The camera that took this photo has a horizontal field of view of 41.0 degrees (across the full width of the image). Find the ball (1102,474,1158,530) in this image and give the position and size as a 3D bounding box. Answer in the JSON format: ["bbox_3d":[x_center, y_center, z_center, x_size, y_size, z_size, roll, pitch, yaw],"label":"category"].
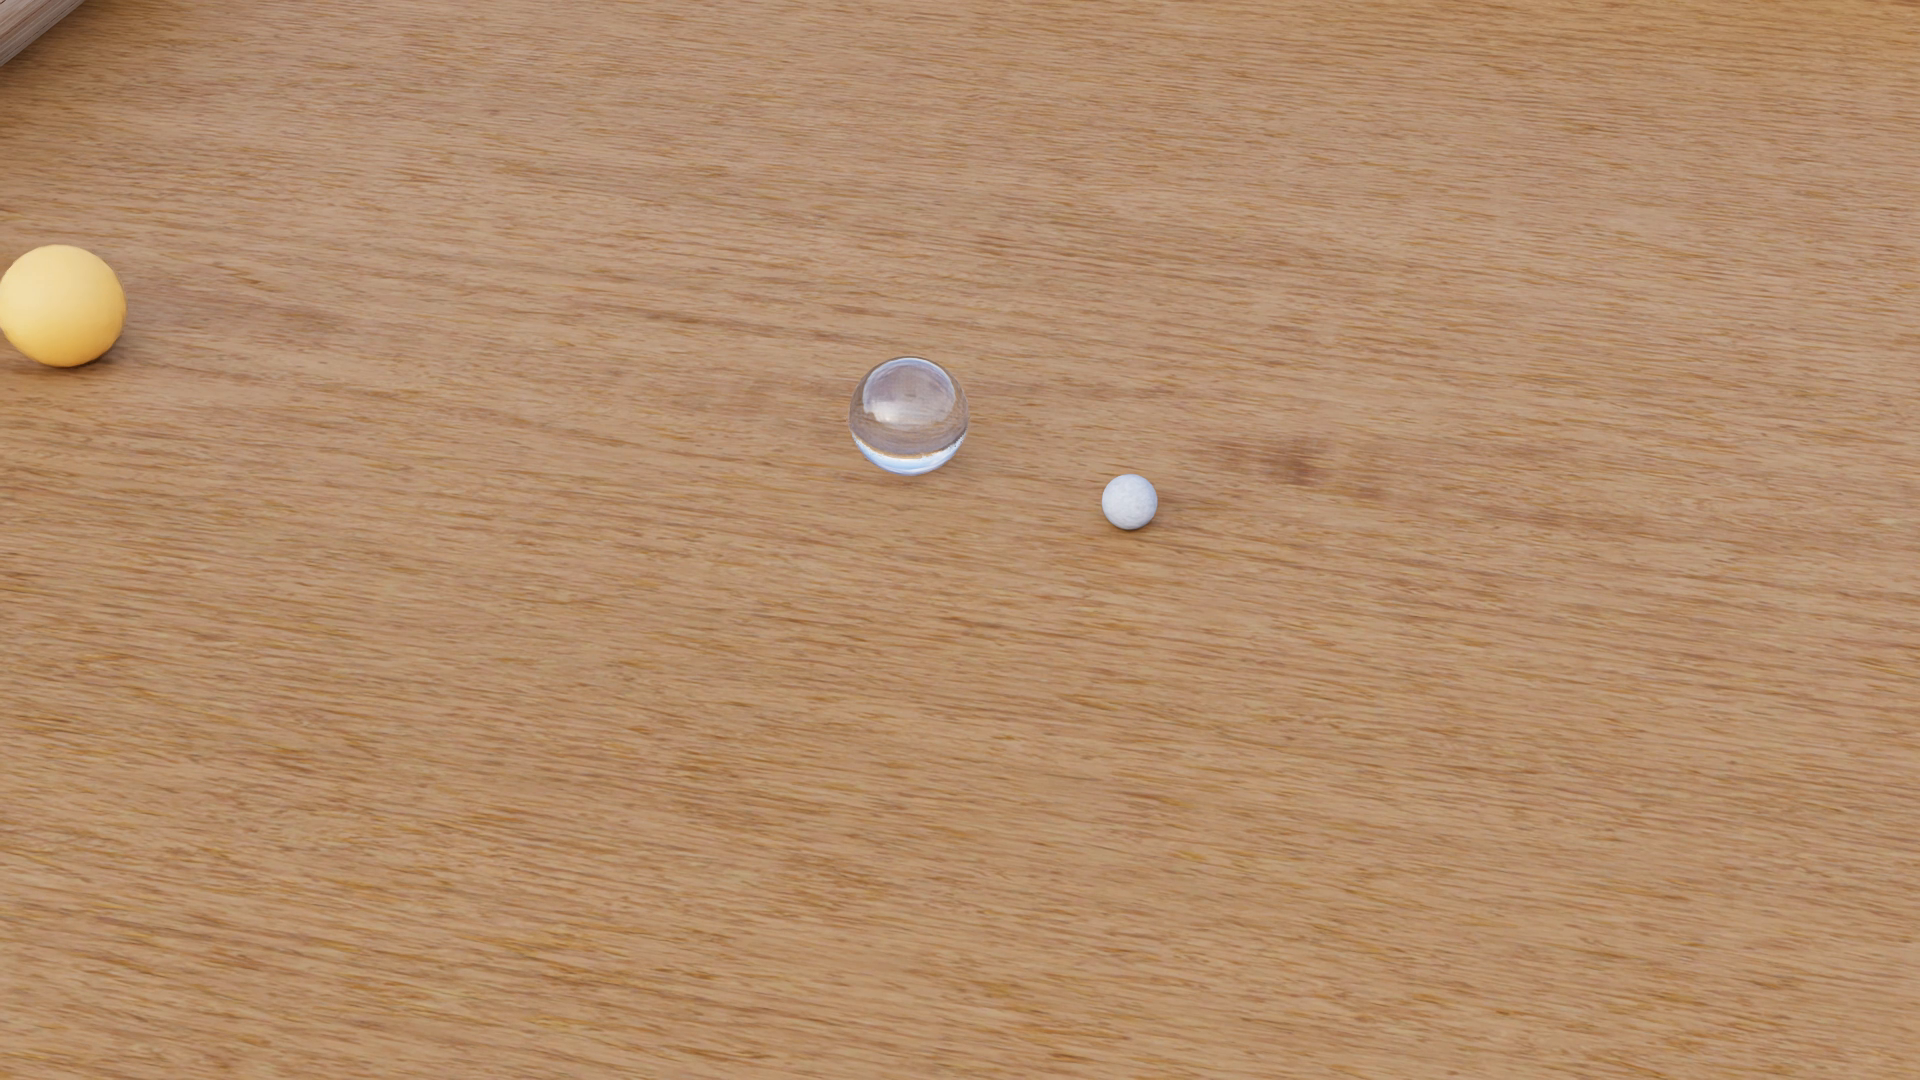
[{"bbox_3d":[0.122,-0.027,1.845,0.040,0.040,0.040,0,35,0],"label":"ball"}]

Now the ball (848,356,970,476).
[{"bbox_3d":[-0.038,-0.092,1.895,0.089,0.089,0.089,0,35,0],"label":"ball"}]

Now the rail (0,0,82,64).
[{"bbox_3d":[-1.053,-0.168,1.971,0.045,0.125,2.595,8,36,11],"label":"rail"}]

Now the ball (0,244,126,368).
[{"bbox_3d":[-0.708,-0.184,2.021,0.096,0.096,0.096,0,35,0],"label":"ball"}]
